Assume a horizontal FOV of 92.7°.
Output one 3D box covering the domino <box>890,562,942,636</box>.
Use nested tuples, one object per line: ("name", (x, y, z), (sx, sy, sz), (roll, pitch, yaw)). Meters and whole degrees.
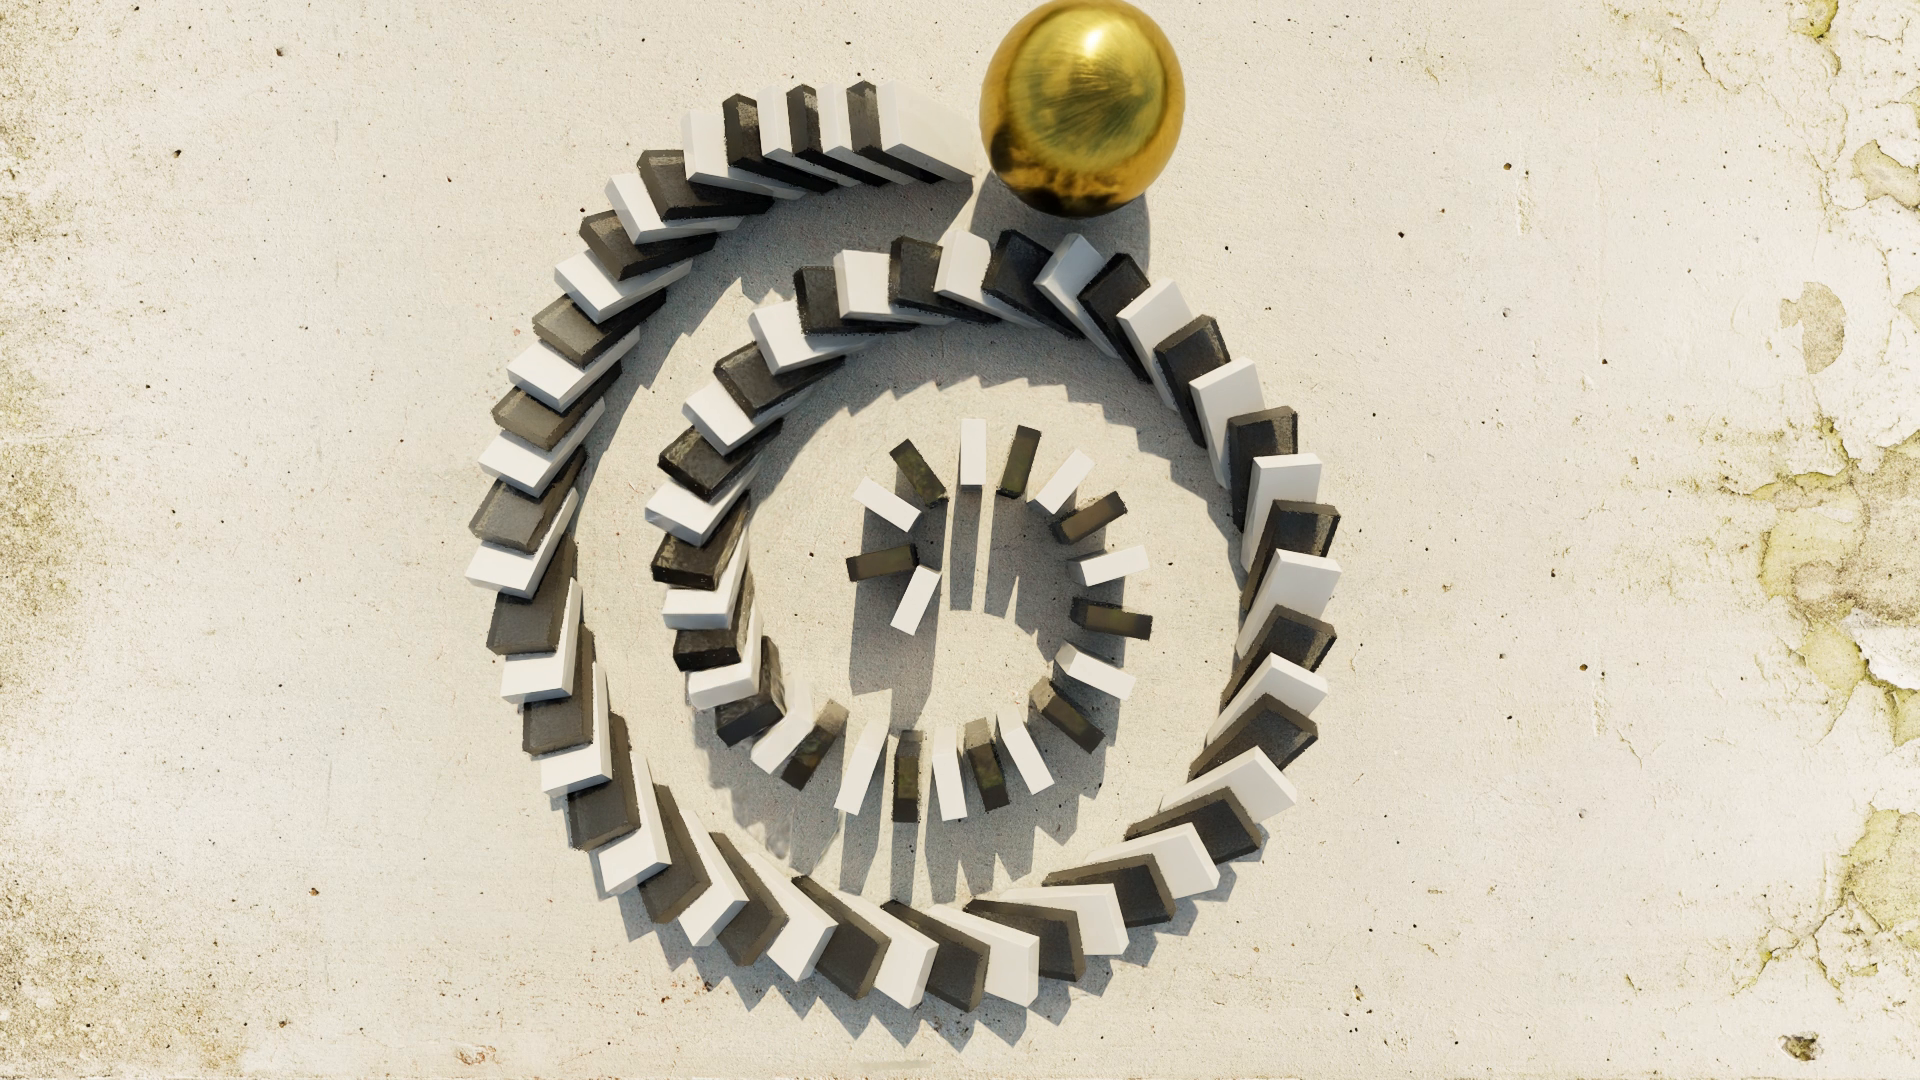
("domino", (-0.017, 0.023, 0.375), (0.009, 0.050, 0.025), (25, 90, 0))

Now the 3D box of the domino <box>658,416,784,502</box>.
("domino", (-0.099, -0.041, 0.381), (0.025, 0.009, 0.050), (36, 53, 0))

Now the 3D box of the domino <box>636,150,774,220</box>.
("domino", (-0.105, -0.148, 0.380), (0.050, 0.009, 0.025), (-23, 89, -41))

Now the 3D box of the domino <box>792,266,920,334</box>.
("domino", (-0.043, -0.100, 0.382), (0.050, 0.010, 0.025), (-10, 89, -33))

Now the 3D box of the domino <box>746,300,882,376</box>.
("domino", (-0.060, -0.088, 0.383), (0.050, 0.010, 0.025), (-25, 90, -33))

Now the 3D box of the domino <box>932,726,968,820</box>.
("domino", (-0.004, 0.094, 0.375), (0.010, 0.050, 0.025), (-10, 90, 0))

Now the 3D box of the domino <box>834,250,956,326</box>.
("domino", (-0.027, -0.105, 0.382), (0.050, 0.009, 0.025), (-5, 87, -33))

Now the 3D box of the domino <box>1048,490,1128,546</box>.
("domino", (0.051, -0.009, 0.375), (0.025, 0.050, 0.010), (-31, 90, 0))

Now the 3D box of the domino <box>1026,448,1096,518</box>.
("domino", (0.040, -0.022, 0.375), (0.010, 0.050, 0.025), (40, 90, 0))

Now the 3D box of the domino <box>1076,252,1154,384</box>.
("domino", (0.073, -0.092, 0.383), (0.025, 0.010, 0.050), (-47, 121, -1))

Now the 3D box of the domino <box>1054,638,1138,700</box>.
("domino", (0.054, 0.052, 0.375), (0.025, 0.050, 0.010), (25, 90, 0))

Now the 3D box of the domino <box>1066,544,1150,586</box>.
("domino", (0.059, 0.010, 0.375), (0.025, 0.050, 0.009), (-16, 90, 0))

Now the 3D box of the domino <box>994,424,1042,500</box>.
("domino", (0.023, -0.031, 0.375), (0.010, 0.050, 0.025), (17, 90, 0))

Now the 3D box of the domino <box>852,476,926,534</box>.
("domino", (-0.028, -0.014, 0.375), (0.025, 0.050, 0.009), (32, 90, 0))

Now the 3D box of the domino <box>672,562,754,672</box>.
("domino", (-0.101, 0.031, 0.378), (0.025, 0.050, 0.009), (-7, 129, 0))

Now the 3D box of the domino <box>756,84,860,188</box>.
("domino", (-0.060, -0.165, 0.377), (0.010, 0.050, 0.025), (-6, 90, 36))

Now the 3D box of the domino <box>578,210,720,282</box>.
("domino", (-0.128, -0.127, 0.380), (0.025, 0.010, 0.050), (51, 48, 0))

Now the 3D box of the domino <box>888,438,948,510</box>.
("domino", (-0.016, -0.026, 0.375), (0.009, 0.050, 0.025), (-36, 90, 0))

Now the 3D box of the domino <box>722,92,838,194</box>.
("domino", (-0.073, -0.162, 0.378), (0.009, 0.050, 0.025), (-6, 90, 39))

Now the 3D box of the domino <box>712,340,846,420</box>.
("domino", (-0.075, -0.073, 0.382), (0.050, 0.009, 0.025), (-39, 90, -33))

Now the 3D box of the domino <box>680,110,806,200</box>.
("domino", (-0.089, -0.159, 0.380), (0.050, 0.009, 0.025), (-6, 90, -40))

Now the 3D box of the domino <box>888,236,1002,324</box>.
("domino", (-0.005, -0.108, 0.383), (0.050, 0.010, 0.025), (4, 89, -32))

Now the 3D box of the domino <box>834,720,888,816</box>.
("domino", (-0.040, 0.092, 0.375), (0.010, 0.050, 0.025), (20, 90, 0))

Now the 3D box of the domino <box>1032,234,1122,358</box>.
("domino", (0.056, -0.101, 0.383), (0.050, 0.010, 0.025), (35, 90, -32))

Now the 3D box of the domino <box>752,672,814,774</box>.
("domino", (-0.072, 0.073, 0.375), (0.010, 0.050, 0.025), (43, 90, -15))

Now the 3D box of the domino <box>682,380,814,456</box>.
("domino", (-0.088, -0.059, 0.382), (0.025, 0.010, 0.050), (46, 56, 0))

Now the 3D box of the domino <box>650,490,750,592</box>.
("domino", (-0.106, -0.003, 0.379), (0.025, 0.010, 0.050), (10, 46, 0))

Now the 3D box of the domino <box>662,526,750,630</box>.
("domino", (-0.104, 0.015, 0.378), (0.025, 0.050, 0.010), (-1, 133, 0))

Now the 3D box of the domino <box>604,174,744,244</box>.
("domino", (-0.117, -0.139, 0.380), (0.050, 0.009, 0.025), (-28, 89, -42))

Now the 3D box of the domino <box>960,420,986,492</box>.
("domino", (0.005, -0.034, 0.375), (0.009, 0.050, 0.025), (0, 90, 0))

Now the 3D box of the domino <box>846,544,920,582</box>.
("domino", (-0.031, 0.009, 0.375), (0.025, 0.050, 0.010), (-12, 90, 0))

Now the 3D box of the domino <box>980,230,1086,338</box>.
("domino", (0.035, -0.106, 0.383), (0.050, 0.010, 0.025), (20, 90, -32))

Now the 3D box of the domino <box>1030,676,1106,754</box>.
("domino", (0.043, 0.070, 0.375), (0.025, 0.050, 0.010), (40, 90, 0))

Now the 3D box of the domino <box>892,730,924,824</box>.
("domino", (-0.021, 0.095, 0.375), (0.010, 0.050, 0.025), (2, 90, 0))

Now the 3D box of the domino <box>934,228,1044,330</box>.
("domino", (0.015, -0.108, 0.383), (0.050, 0.010, 0.025), (12, 90, -32))

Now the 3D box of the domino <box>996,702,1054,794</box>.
("domino", (0.026, 0.084, 0.375), (0.010, 0.050, 0.025), (-28, 90, 0))

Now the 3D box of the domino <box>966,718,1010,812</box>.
("domino", (0.011, 0.091, 0.375), (0.010, 0.050, 0.025), (-18, 90, 0))

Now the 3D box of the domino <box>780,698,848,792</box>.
("domino", (-0.059, 0.083, 0.375), (0.009, 0.050, 0.025), (34, 90, -3))

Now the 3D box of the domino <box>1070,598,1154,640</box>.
("domino", (0.061, 0.032, 0.375), (0.025, 0.050, 0.009), (10, 90, 0))

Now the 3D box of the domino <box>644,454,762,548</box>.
("domino", (-0.106, -0.022, 0.380), (0.025, 0.010, 0.050), (26, 49, 0))

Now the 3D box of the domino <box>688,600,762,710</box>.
("domino", (-0.096, 0.046, 0.377), (0.025, 0.050, 0.009), (-15, 125, 0))

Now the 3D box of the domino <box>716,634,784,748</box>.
("domino", (-0.087, 0.061, 0.376), (0.025, 0.050, 0.009), (-29, 118, 0))
